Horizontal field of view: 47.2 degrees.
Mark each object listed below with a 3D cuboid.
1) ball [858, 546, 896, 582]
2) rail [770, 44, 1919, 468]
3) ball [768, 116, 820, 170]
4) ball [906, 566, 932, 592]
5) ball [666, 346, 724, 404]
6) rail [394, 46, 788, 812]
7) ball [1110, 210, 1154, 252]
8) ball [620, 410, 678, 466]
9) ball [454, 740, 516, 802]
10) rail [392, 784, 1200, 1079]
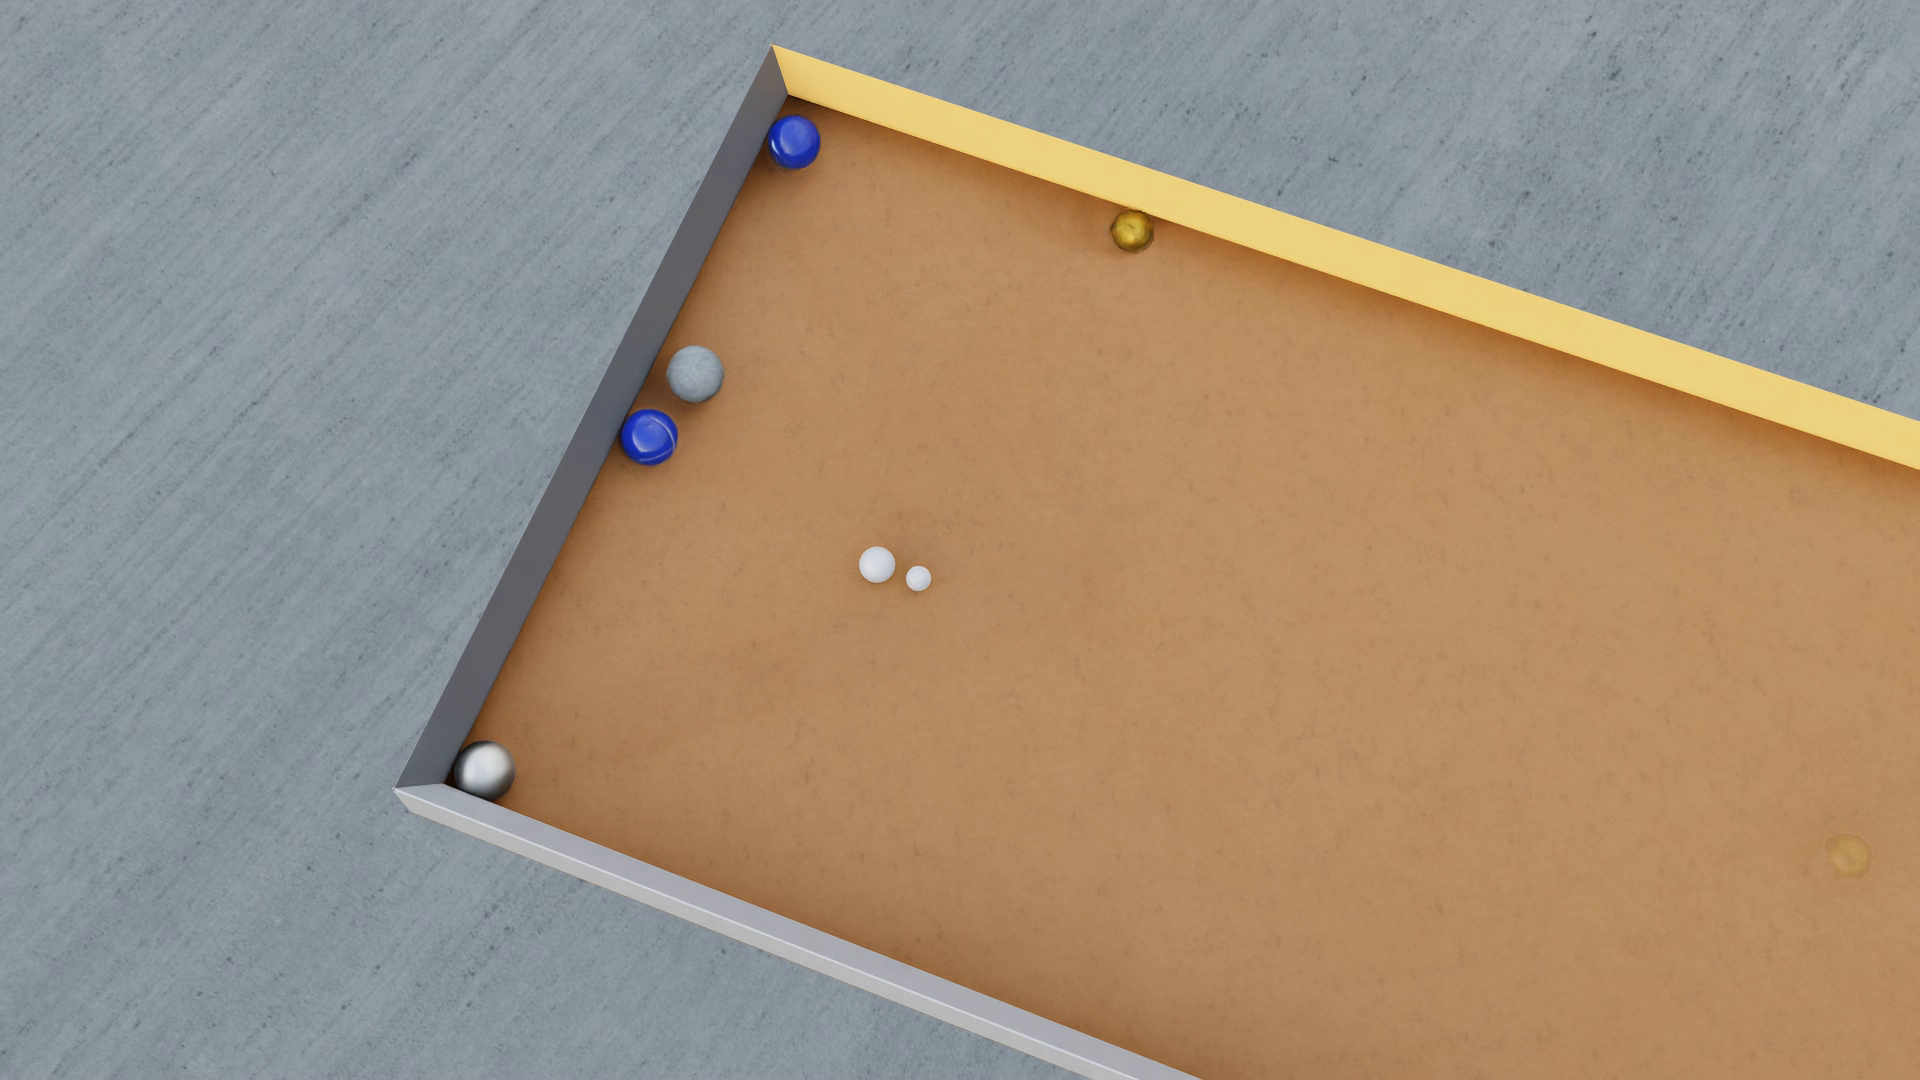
[{"bbox_3d":[-0.132,0.039,3.502,0.058,0.058,0.058,0,67,0],"label":"ball"},{"bbox_3d":[0.833,-0.391,3.648,2.503,0.122,0.045,20,68,8],"label":"rail"},{"bbox_3d":[-0.286,-0.684,3.790,0.092,0.092,0.092,0,67,0],"label":"ball"},{"bbox_3d":[-0.066,0.061,3.502,0.040,0.040,0.040,0,67,0],"label":"ball"},{"bbox_3d":[-0.436,-0.272,3.614,0.094,0.094,0.094,0,67,0],"label":"ball"},{"bbox_3d":[-0.561,-0.210,3.572,0.045,0.122,1.425,20,68,8],"label":"rail"},{"bbox_3d":[0.292,-0.525,3.734,0.072,0.072,0.072,0,67,0],"label":"ball"},{"bbox_3d":[-0.505,-0.166,3.570,0.093,0.093,0.093,0,67,0],"label":"ball"},{"bbox_3d":[-0.724,0.352,3.350,0.093,0.093,0.093,0,67,0],"label":"ball"},{"bbox_3d":[0.333,0.791,3.147,2.503,0.122,0.045,20,68,8],"label":"rail"}]
